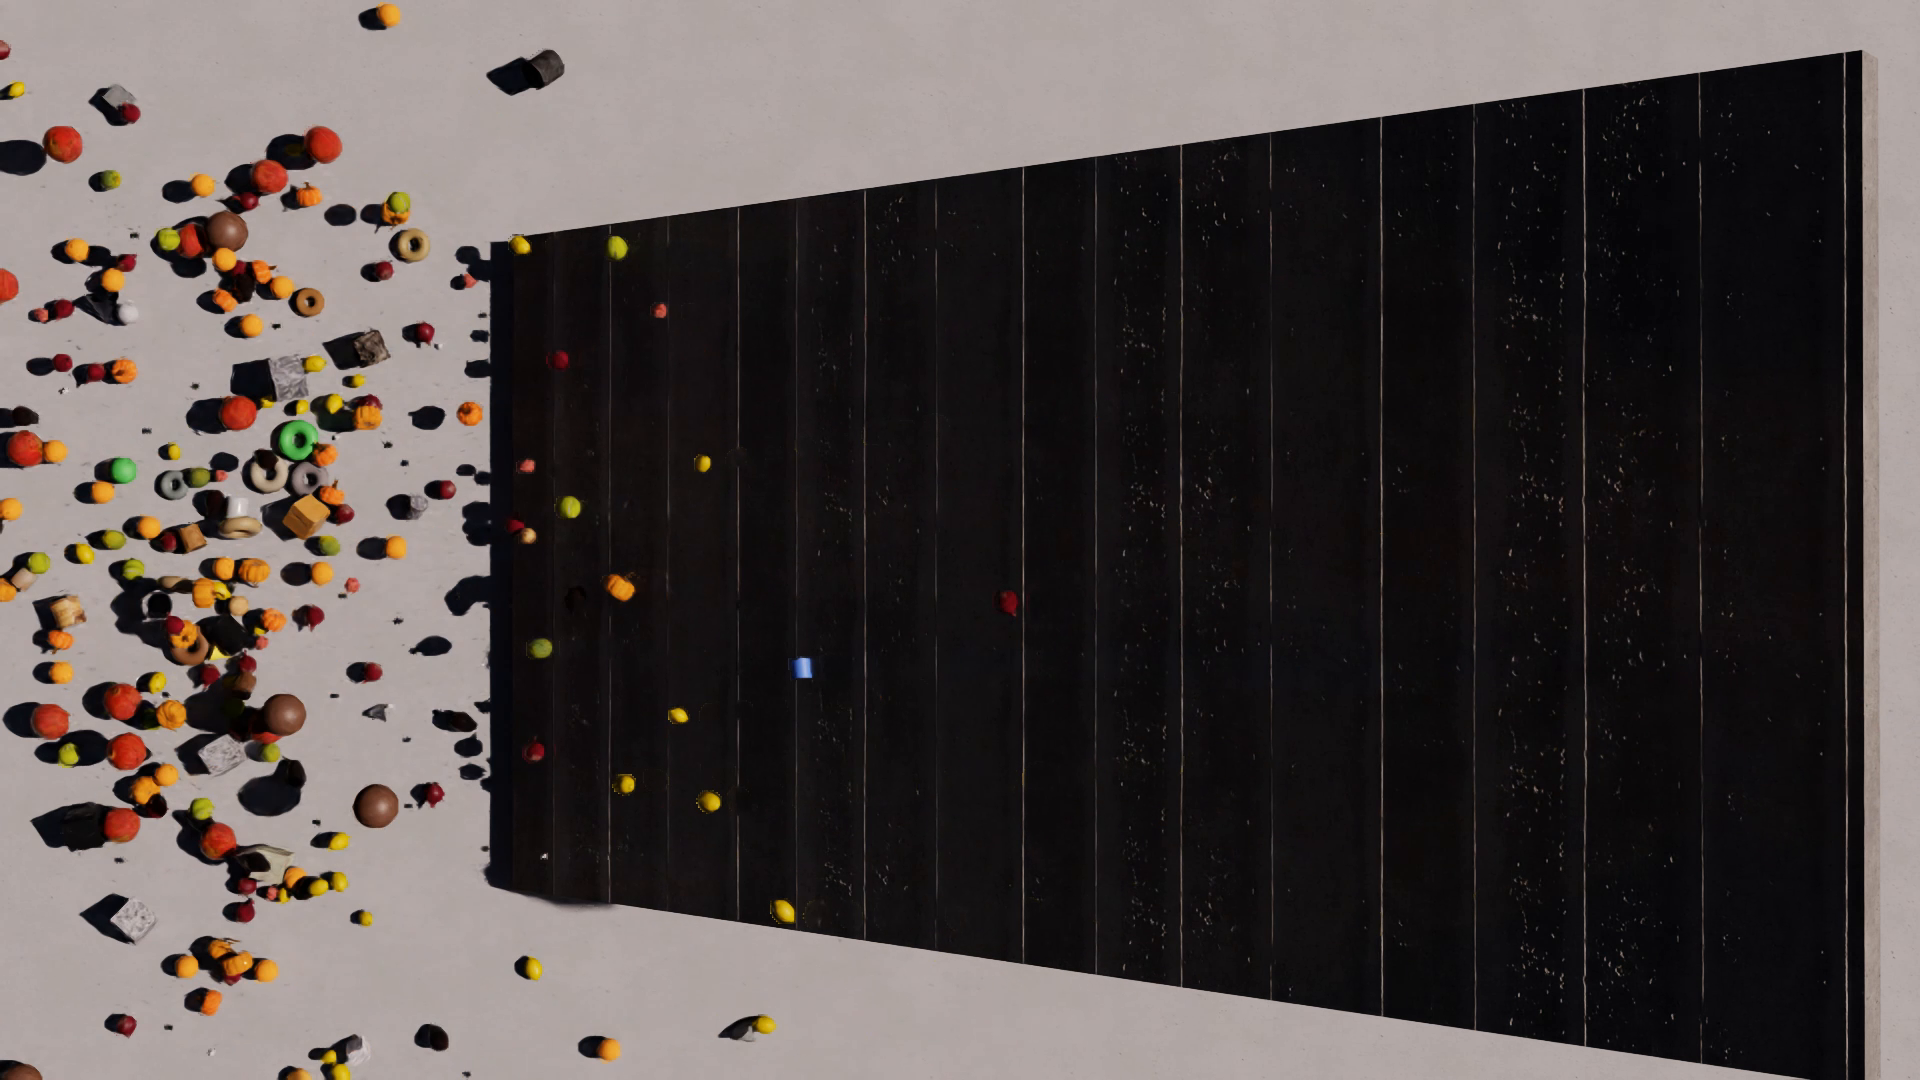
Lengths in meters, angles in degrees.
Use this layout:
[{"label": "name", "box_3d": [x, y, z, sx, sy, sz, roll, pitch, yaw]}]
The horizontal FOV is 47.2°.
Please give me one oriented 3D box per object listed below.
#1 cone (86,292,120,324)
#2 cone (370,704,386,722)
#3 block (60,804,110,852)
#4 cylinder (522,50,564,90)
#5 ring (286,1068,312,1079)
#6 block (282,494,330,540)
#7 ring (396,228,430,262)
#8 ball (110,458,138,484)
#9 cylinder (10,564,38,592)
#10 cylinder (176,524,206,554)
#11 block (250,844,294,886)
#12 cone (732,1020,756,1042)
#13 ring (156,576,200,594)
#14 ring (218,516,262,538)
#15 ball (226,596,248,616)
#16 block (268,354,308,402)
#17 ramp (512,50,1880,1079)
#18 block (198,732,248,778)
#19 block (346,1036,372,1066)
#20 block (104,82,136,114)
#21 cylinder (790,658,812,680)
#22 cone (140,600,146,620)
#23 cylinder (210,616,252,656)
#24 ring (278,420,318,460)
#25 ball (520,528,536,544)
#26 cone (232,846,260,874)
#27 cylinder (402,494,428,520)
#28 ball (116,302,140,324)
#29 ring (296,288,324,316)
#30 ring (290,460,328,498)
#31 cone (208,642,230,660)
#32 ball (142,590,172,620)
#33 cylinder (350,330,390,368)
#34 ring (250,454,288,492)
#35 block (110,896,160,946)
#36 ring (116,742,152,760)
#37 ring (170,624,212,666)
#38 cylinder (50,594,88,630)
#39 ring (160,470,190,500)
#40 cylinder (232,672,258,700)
[{"label": "cone", "box_3d": [-2.647, -0.710, 6.811, 0.095, 0.095, 0.095, 1, 116, 0]}, {"label": "cone", "box_3d": [-1.791, 0.544, 6.811, 0.055, 0.055, 0.055, -31, 116, 0]}, {"label": "block", "box_3d": [-2.685, 0.882, 6.756, 0.099, 0.099, 0.099, -9, 113, 0]}, {"label": "cylinder", "box_3d": [-1.277, -1.444, 6.746, 0.090, 0.090, 0.090, 47, 58, 0]}, {"label": "ring", "box_3d": [-2.038, 1.692, 6.771, 0.126, 0.042, 0.126, -11, 72, 37]}, {"label": "block", "box_3d": [-2.011, -0.071, 6.768, 0.087, 0.087, 0.087, 42, 123, 0]}, {"label": "ring", "box_3d": [-1.695, -0.914, 6.816, 0.105, 0.035, 0.105, 0, 91, 0]}, {"label": "ball", "box_3d": [-2.583, -0.214, 6.788, 0.082, 0.082, 0.082, 0, 90, 0]}, {"label": "cylinder", "box_3d": [-2.890, 0.118, 6.792, 0.059, 0.059, 0.059, 45, 77, 0]}, {"label": "cylinder", "box_3d": [-2.373, -0.005, 6.791, 0.070, 0.070, 0.070, -24, 90, 0]}, {"label": "block", "box_3d": [-2.120, 1.001, 6.776, 0.091, 0.091, 0.091, 16, 90, 0]}, {"label": "cone", "box_3d": [-0.653, 1.534, 6.801, 0.074, 0.074, 0.074, -44, 116, 0]}, {"label": "ring", "box_3d": [-2.383, 0.137, 6.705, 0.126, 0.126, 0.042, 9, 81, 0]}, {"label": "ring", "box_3d": [-2.214, -0.037, 6.762, 0.130, 0.130, 0.043, -9, 75, 0]}, {"label": "ball", "box_3d": [-2.231, 0.204, 6.793, 0.066, 0.066, 0.066, 0, 90, 0]}, {"label": "block", "box_3d": [-2.058, -0.496, 6.736, 0.096, 0.096, 0.096, -13, 66, -19]}, {"label": "ramp", "box_3d": [0.216, 0.062, 5.532, 4.000, 0.100, 2.000, 0, 90, 39]}, {"label": "block", "box_3d": [-2.270, 0.662, 6.776, 0.094, 0.094, 0.094, -32, 90, 0]}, {"label": "block", "box_3d": [-1.854, 1.576, 6.779, 0.055, 0.055, 0.055, -23, 123, 0]}, {"label": "block", "box_3d": [-2.600, -1.367, 6.806, 0.060, 0.060, 0.060, 38, 90, 0]}, {"label": "cylinder", "box_3d": [-0.430, 0.348, 5.954, 0.052, 0.052, 0.052, -7, 84, 0]}, {"label": "cone", "box_3d": [-2.493, 0.211, 6.809, 0.071, 0.071, 0.071, -4, 90, -29]}, {"label": "cylinder", "box_3d": [-2.248, 0.295, 6.780, 0.090, 0.090, 0.090, 44, 90, 0]}, {"label": "ring", "box_3d": [-2.048, -0.308, 6.808, 0.128, 0.043, 0.128, 0, 90, 4]}, {"label": "ball", "box_3d": [-1.310, -0.011, 6.667, 0.051, 0.051, 0.051, 0, 90, 0]}, {"label": "cone", "box_3d": [-2.189, 1.002, 6.781, 0.091, 0.091, 0.091, -11, 97, 0]}, {"label": "cylinder", "box_3d": [-1.680, -0.102, 6.782, 0.061, 0.061, 0.061, 47, 133, 0]}, {"label": "ball", "box_3d": [-2.573, -0.700, 6.797, 0.068, 0.068, 0.068, 0, 90, 0]}, {"label": "ring", "box_3d": [-2.016, -0.737, 6.817, 0.089, 0.030, 0.089, 0, 93, -1]}, {"label": "ring", "box_3d": [-2.014, -0.187, 6.809, 0.120, 0.040, 0.120, 0, 91, -1]}, {"label": "cone", "box_3d": [-2.283, 0.351, 6.810, 0.067, 0.067, 0.067, 20, 90, -27]}, {"label": "ball", "box_3d": [-2.457, 0.200, 6.728, 0.092, 0.092, 0.092, 0, 90, 0]}, {"label": "cylinder", "box_3d": [-1.815, -0.589, 6.763, 0.093, 0.093, 0.093, -20, 103, 0]}, {"label": "ring", "box_3d": [-2.140, -0.206, 6.809, 0.122, 0.041, 0.122, 0, 88, 0]}, {"label": "block", "box_3d": [-2.535, 1.171, 6.755, 0.097, 0.097, 0.097, 41, 65, 0]}, {"label": "ring", "box_3d": [-2.544, 0.650, 6.769, 0.109, 0.109, 0.036, 13, 81, 0]}, {"label": "ring", "box_3d": [-2.380, 0.324, 6.804, 0.131, 0.044, 0.131, 0, 89, 1]}, {"label": "cylinder", "box_3d": [-2.751, 0.225, 6.781, 0.087, 0.087, 0.087, -20, 91, 0]}, {"label": "ring", "box_3d": [-2.433, -0.171, 6.813, 0.092, 0.031, 0.092, 0, 89, 1]}, {"label": "cylinder", "box_3d": [-2.201, 0.448, 6.764, 0.060, 0.060, 0.060, 9, 45, 0]}]
